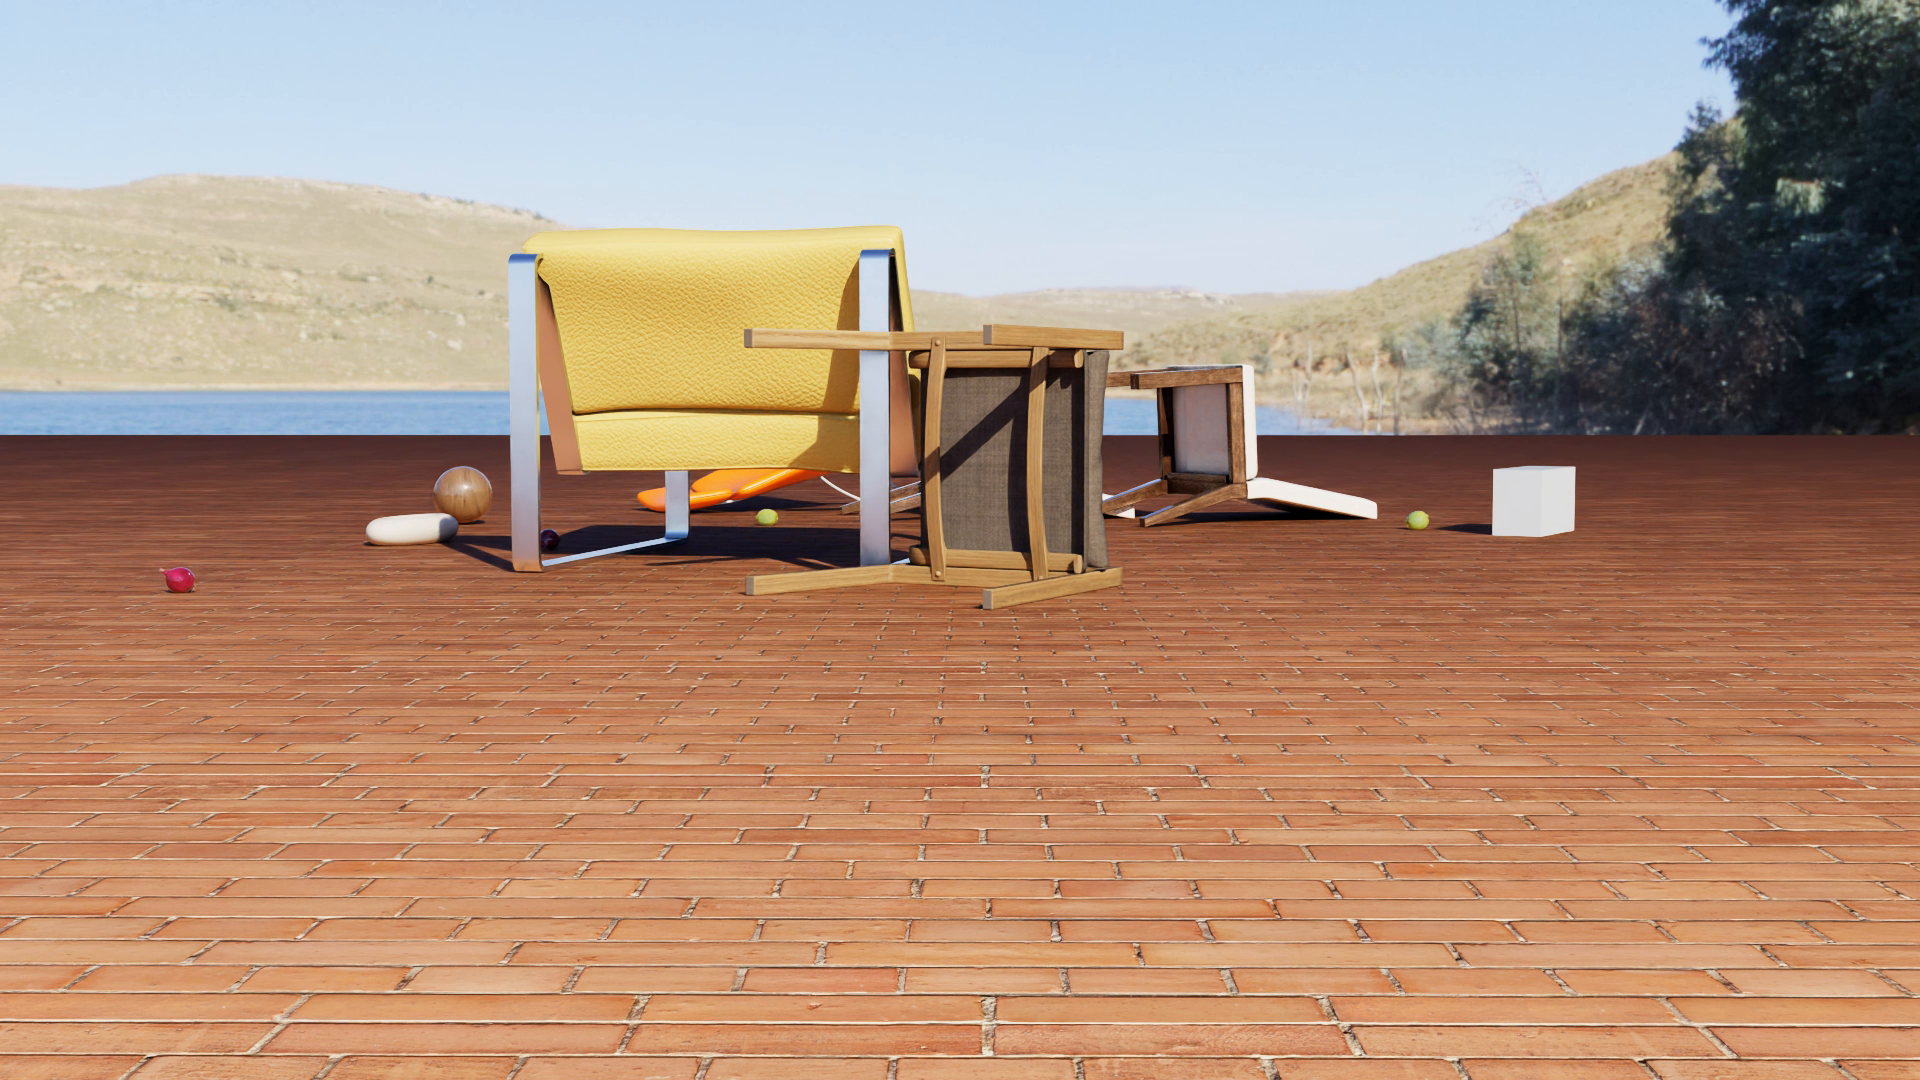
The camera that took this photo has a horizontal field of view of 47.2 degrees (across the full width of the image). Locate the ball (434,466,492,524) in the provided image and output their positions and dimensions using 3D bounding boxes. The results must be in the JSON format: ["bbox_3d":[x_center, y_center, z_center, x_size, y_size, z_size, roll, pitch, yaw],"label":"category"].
[{"bbox_3d":[-1.650,-0.148,7.302,0.192,0.192,0.192,0,4,0],"label":"ball"}]

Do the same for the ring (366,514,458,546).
[{"bbox_3d":[-1.598,-0.030,6.420,0.180,0.079,0.360,1,5,25],"label":"ring"}]

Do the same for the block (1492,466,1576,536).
[{"bbox_3d":[1.794,-0.123,6.867,0.150,0.202,0.357,2,5,31],"label":"block"}]
